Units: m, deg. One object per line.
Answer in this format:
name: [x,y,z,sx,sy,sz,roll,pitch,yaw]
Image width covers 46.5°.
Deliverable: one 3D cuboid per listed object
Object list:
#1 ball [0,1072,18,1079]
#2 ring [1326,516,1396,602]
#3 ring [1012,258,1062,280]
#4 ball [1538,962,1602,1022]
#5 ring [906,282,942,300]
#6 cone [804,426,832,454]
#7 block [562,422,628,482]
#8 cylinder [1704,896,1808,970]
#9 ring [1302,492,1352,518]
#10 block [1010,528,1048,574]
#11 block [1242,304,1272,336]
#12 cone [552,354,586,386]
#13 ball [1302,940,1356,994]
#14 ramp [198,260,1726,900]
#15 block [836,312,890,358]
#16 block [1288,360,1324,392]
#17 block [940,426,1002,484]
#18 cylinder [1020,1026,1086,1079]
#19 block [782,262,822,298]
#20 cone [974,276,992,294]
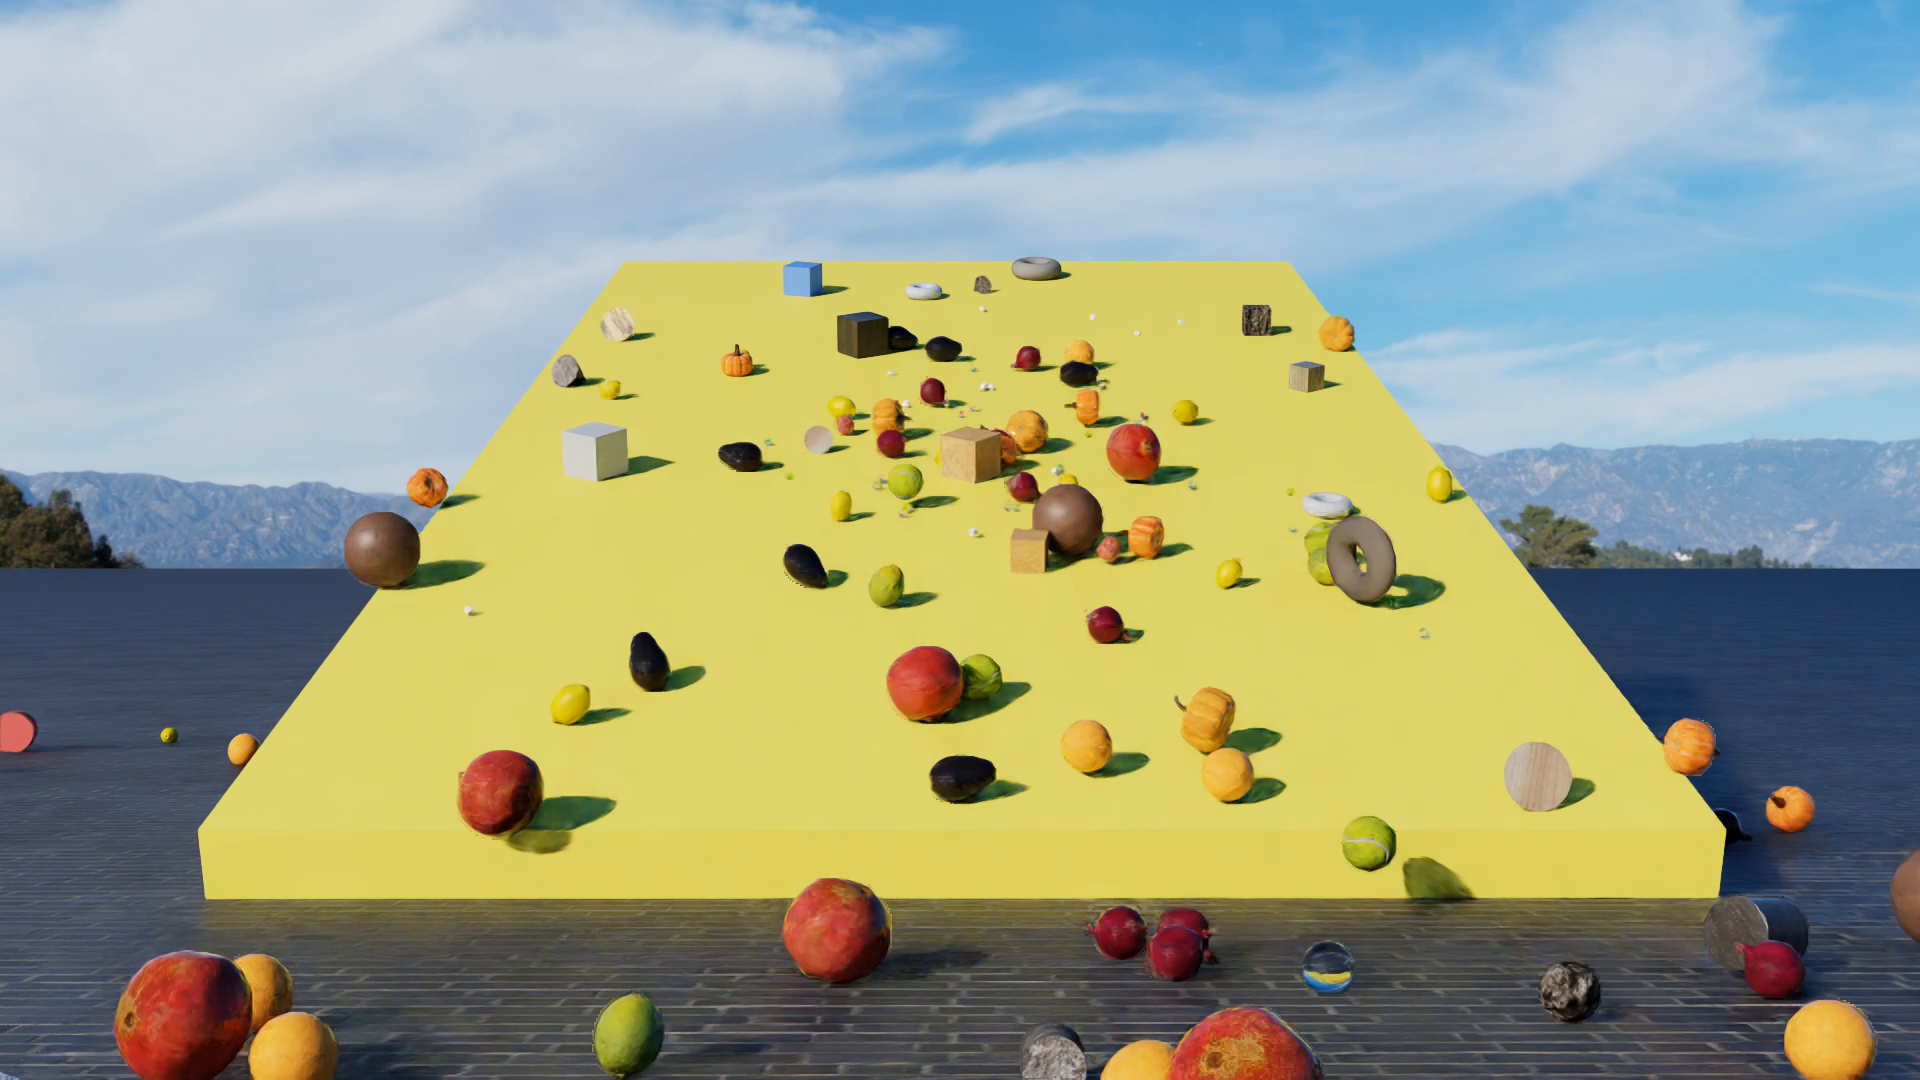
ball: [-0.734,0.433,1.693,0.057,0.057,0.057,0,-1,0]
ring: [0.673,0.032,3.747,0.050,0.149,0.149,-14,7,-30]
ring: [0.222,-0.789,6.491,0.146,0.049,0.146,1,19,0]
ball: [0.590,0.437,2.160,0.059,0.059,0.059,0,-1,0]
ring: [-0.101,-0.691,6.207,0.104,0.035,0.104,0,19,0]
cone: [-0.297,-0.205,4.699,0.061,0.061,0.061,0,-9,-2]
block: [-0.736,-0.178,4.508,0.092,0.092,0.092,12,21,33]
cylinder: [0.849,0.420,2.382,0.077,0.077,0.077,9,-6,-39]
ring: [0.701,-0.066,4.261,0.098,0.033,0.098,1,18,0]
block: [0.123,0.020,3.941,0.062,0.062,0.062,3,18,8]
block: [0.766,-0.568,5.770,0.068,0.068,0.068,0,18,1]
cone: [-0.906,-0.388,5.256,0.079,0.079,0.079,0,-12,30]
ball: [0.379,0.440,2.299,0.055,0.055,0.055,0,-1,0]
ramp: [-0.003,-0.183,4.841,2.000,0.100,4.000,0,18,0]
block: [-0.241,-0.509,5.542,0.093,0.093,0.093,-12,21,-34]
block: [0.807,-0.380,5.201,0.058,0.058,0.058,-15,23,-38]
block: [0.022,-0.171,4.497,0.087,0.087,0.087,13,22,35]
cylinder: [0.078,0.437,1.869,0.054,0.054,0.054,0,-8,5]
block: [-0.440,-0.730,6.250,0.082,0.082,0.082,7,19,21]
cone: [0.052,-0.710,6.283,0.054,0.054,0.054,0,-11,-27]
